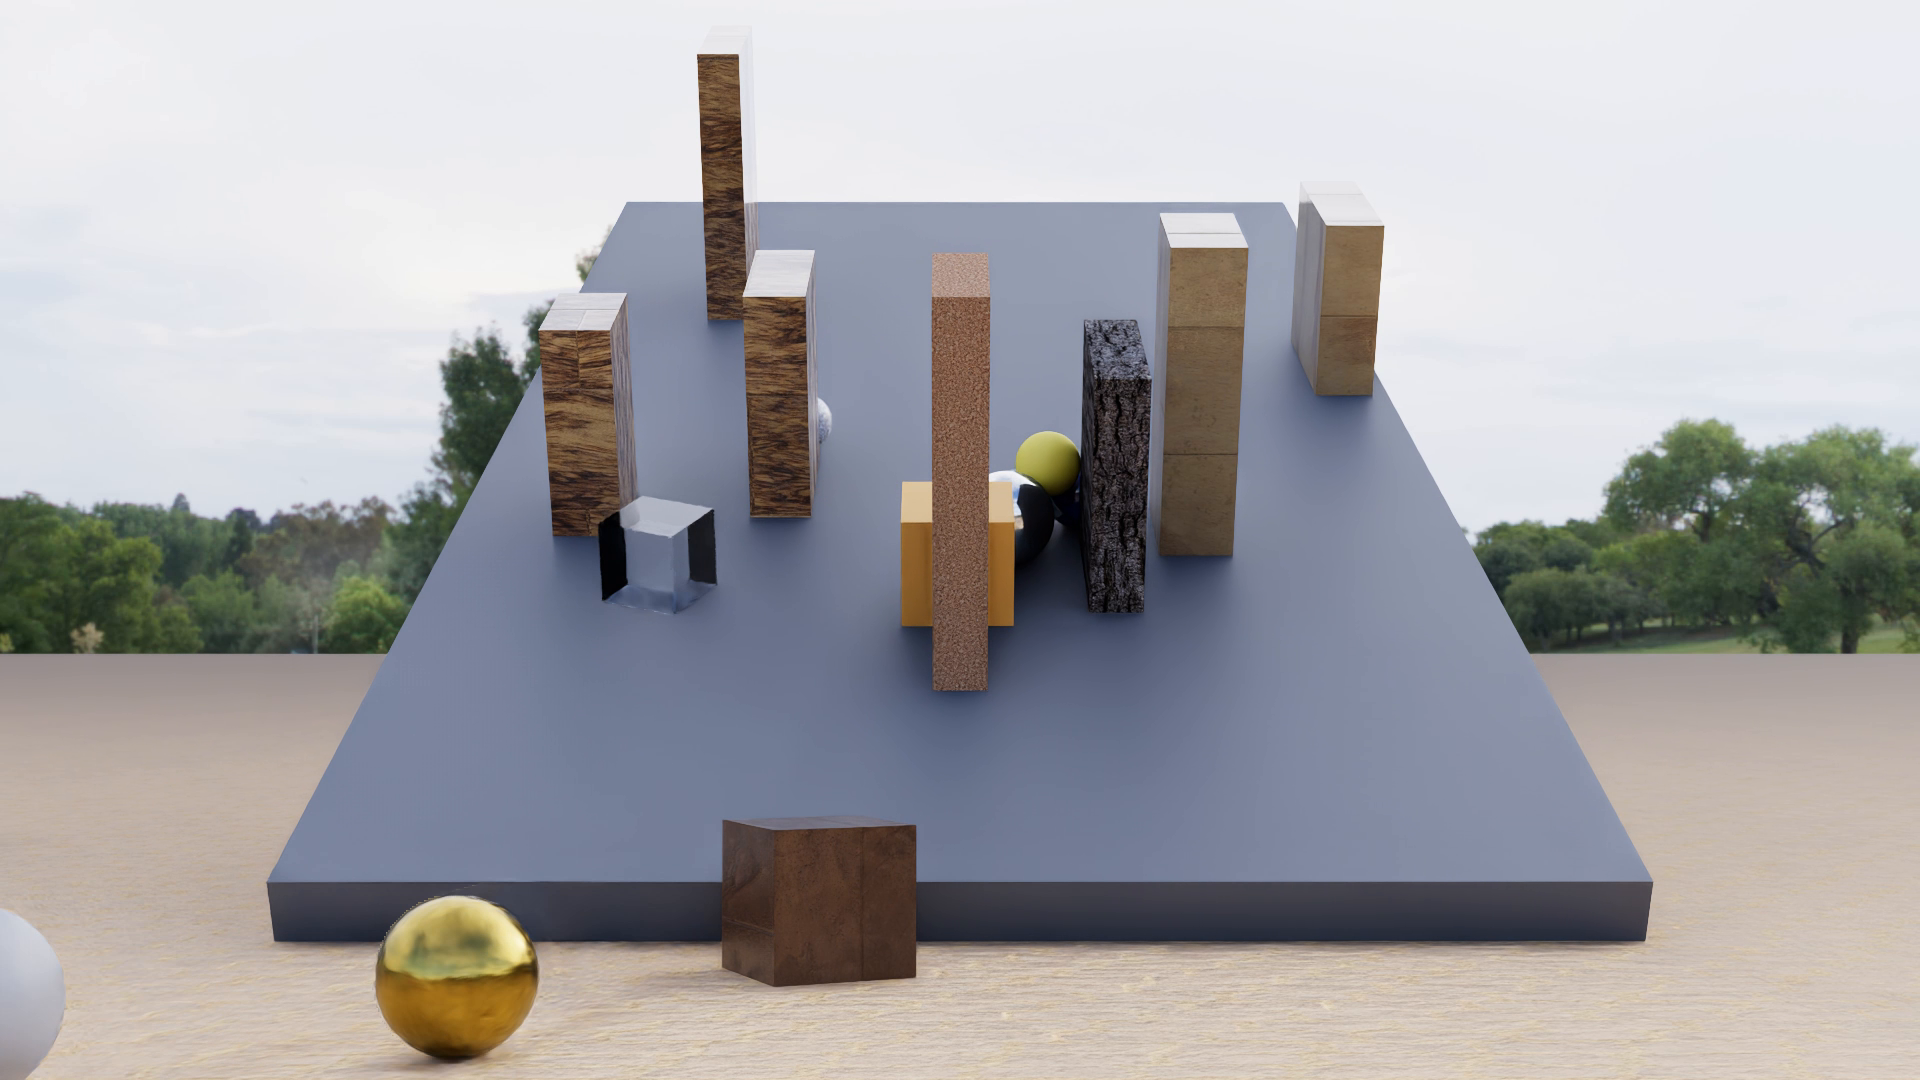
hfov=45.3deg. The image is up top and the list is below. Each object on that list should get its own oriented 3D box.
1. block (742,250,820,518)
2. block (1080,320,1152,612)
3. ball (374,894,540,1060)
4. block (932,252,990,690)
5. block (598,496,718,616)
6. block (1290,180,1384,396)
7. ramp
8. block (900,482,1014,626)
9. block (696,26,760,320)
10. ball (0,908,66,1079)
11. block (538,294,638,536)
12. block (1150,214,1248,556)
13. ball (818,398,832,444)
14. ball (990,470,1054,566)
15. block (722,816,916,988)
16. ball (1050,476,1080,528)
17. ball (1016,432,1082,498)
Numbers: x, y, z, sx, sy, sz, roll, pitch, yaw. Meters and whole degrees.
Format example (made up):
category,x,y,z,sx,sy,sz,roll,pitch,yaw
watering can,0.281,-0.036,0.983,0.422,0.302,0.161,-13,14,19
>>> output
category,x,y,z,sx,sy,sz,roll,pitch,yaw
block,-0.361,-0.323,4.695,0.121,0.459,0.339,0,22,0
block,0.285,-0.142,4.275,0.099,0.447,0.355,0,22,0
ball,-0.526,0.457,2.409,0.169,0.169,0.169,0,-3,0
block,0.000,-0.114,3.887,0.093,0.690,0.263,0,22,0
block,-0.556,0.028,4.244,0.154,0.154,0.154,10,24,22
block,0.889,-0.602,5.454,0.132,0.403,0.423,0,22,0
ramp,-0.007,-0.223,5.188,2.000,0.100,4.000,0,22,0
block,-0.005,0.023,4.195,0.201,0.201,0.201,0,22,0
block,-0.593,-0.952,5.938,0.103,0.674,0.403,0,22,0
ball,-0.942,0.436,2.166,0.188,0.188,0.188,0,-3,0
block,-0.733,-0.251,4.567,0.135,0.422,0.249,0,22,0
block,0.456,-0.301,4.446,0.142,0.611,0.250,0,22,0
ball,-0.336,-0.255,4.973,0.122,0.122,0.122,0,-3,0
ball,0.088,-0.041,4.377,0.183,0.183,0.183,0,-3,0
block,-0.188,0.472,3.041,0.197,0.197,0.197,1,-3,-25
ball,0.234,-0.090,4.561,0.134,0.134,0.134,0,-3,0
ball,0.170,-0.147,4.456,0.128,0.128,0.128,0,-3,0
